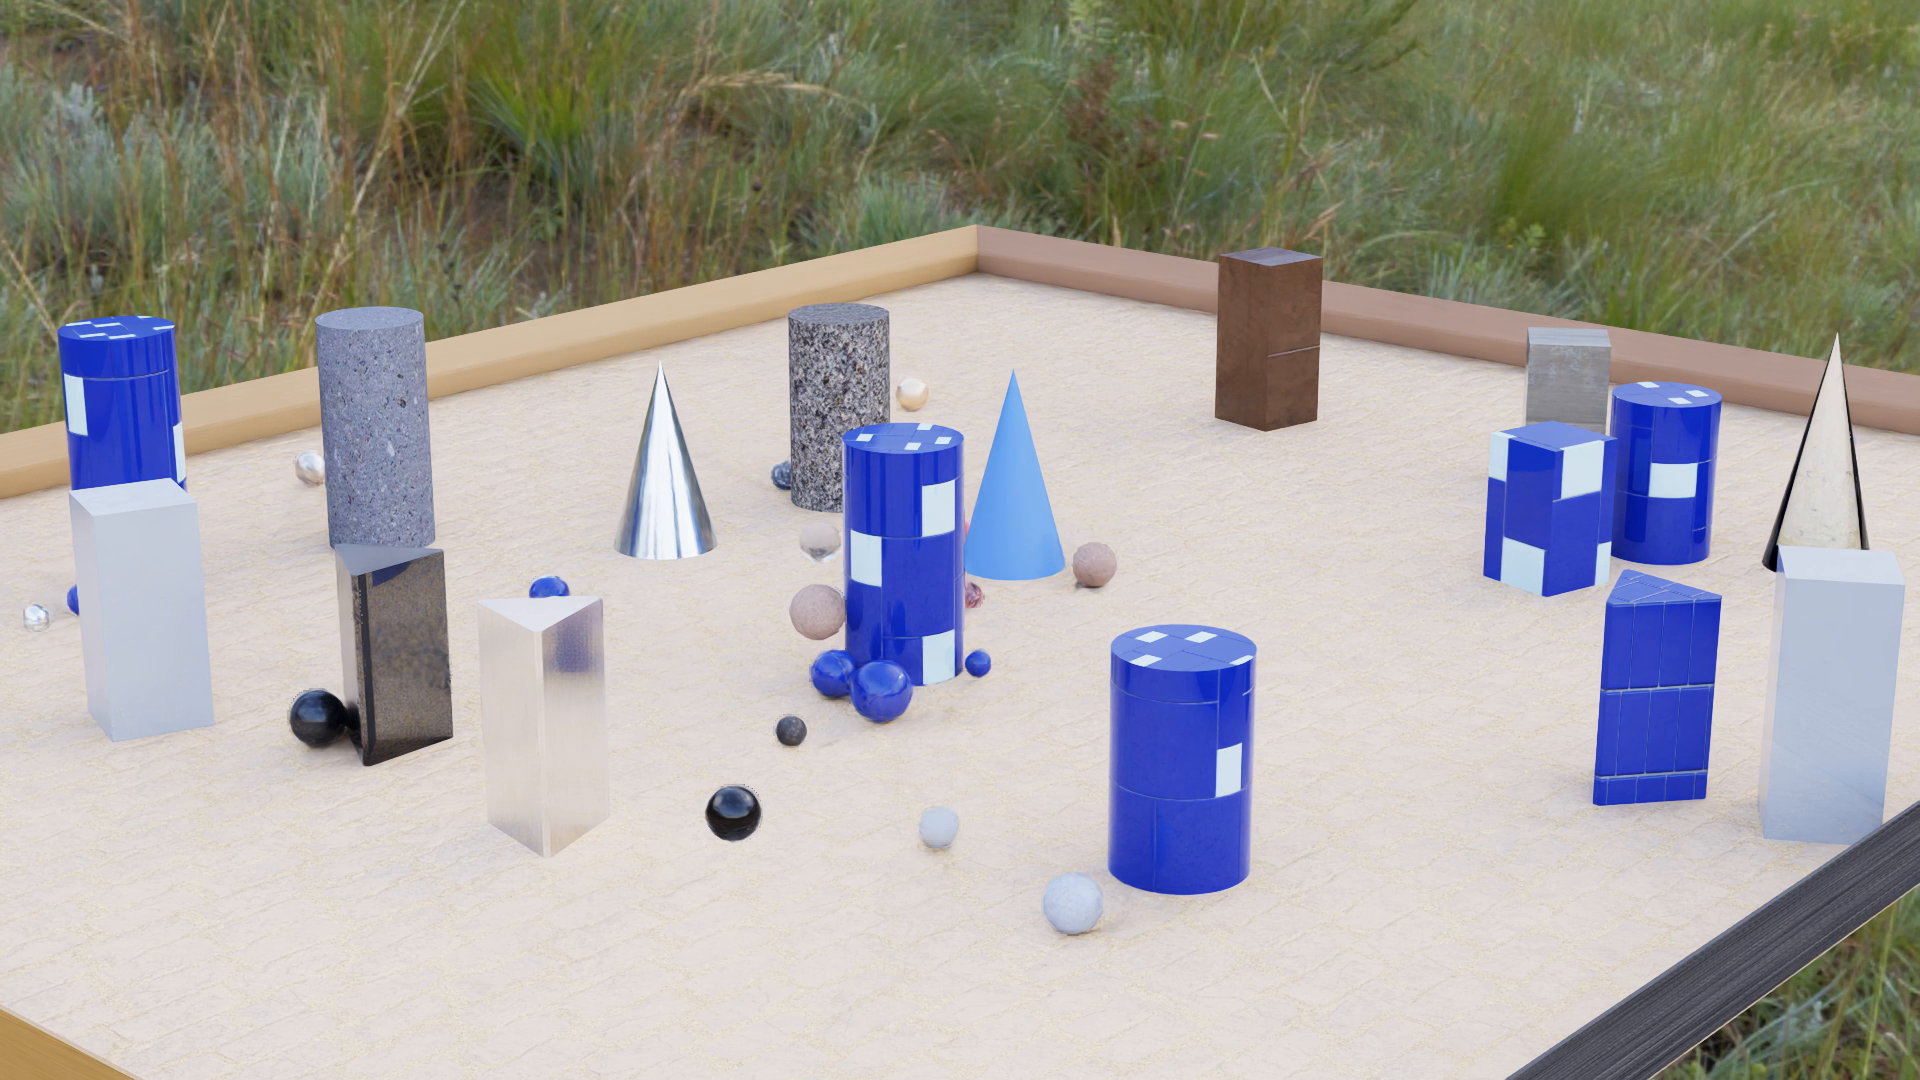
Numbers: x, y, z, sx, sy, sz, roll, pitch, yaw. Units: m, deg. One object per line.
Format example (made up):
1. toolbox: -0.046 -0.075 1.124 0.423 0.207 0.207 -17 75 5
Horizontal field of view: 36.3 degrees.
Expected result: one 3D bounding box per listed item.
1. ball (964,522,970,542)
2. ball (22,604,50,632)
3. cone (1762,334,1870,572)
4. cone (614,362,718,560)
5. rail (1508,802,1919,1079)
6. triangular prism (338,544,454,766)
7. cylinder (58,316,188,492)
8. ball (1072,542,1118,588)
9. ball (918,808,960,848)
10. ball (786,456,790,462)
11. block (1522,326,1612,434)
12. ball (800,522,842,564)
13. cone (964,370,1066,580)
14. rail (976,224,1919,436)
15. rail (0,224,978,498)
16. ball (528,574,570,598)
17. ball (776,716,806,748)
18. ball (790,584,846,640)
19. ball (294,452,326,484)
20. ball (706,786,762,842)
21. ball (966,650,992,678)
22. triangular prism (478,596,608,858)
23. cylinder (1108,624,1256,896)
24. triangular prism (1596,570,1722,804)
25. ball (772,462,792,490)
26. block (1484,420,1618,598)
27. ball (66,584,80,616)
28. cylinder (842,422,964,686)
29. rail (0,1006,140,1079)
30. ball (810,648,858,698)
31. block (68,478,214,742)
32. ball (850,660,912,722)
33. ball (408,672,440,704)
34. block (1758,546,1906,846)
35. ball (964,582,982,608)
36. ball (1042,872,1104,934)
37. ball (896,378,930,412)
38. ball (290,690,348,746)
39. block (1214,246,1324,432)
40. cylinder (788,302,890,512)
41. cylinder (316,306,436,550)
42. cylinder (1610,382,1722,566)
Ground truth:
1. ball: 0.000 -0.010 5.388 0.053 0.053 0.053 0 17 0
2. ball: -1.555 0.131 4.935 0.045 0.045 0.045 0 17 0
3. cone: 1.548 -0.161 5.232 0.194 0.431 0.194 0 17 0
4. cone: -0.544 -0.159 5.372 0.194 0.349 0.194 0 17 0
5. rail: 1.344 0.369 4.003 0.045 0.126 4.284 14 22 39
6. triangular prism: -0.880 0.161 4.399 0.146 0.296 0.168 14 22 38
7. cylinder: -1.446 -0.138 5.091 0.194 0.470 0.194 0 17 0
8. ball: 0.237 0.043 5.166 0.080 0.080 0.080 0 17 0
9. ball: -0.029 0.397 4.035 0.056 0.056 0.056 0 17 0
10. ball: -0.329 -0.153 5.881 0.042 0.042 0.042 0 17 0
11. block: 1.198 -0.262 5.812 0.155 0.290 0.155 3 17 9
12. ball: -0.253 0.004 5.302 0.076 0.076 0.076 0 17 0
13. cone: 0.095 -0.130 5.248 0.194 0.364 0.194 0 17 0
14. rail: 1.389 -0.430 6.652 3.607 0.126 0.045 14 22 39
15. rail: -1.344 -0.305 6.237 0.045 0.126 4.284 14 22 39
16. ball: -0.701 0.095 5.010 0.071 0.071 0.071 0 17 0
17. ball: -0.254 0.288 4.411 0.047 0.047 0.047 0 17 0
18. ball: -0.228 0.115 4.694 0.090 0.090 0.090 0 17 0
19. ball: -1.284 -0.142 5.807 0.064 0.064 0.064 0 17 0
20. ball: -0.314 0.379 4.058 0.077 0.077 0.077 0 17 0
21. ball: 0.030 0.199 4.712 0.043 0.043 0.043 0 17 0
22. triangular prism: -0.556 0.247 4.065 0.146 0.326 0.168 -12 21 -35
23. cylinder: 0.297 0.292 3.934 0.194 0.314 0.194 0 17 0
24. triangular prism: 0.979 0.208 4.229 0.168 0.304 0.146 -3 17 -9
25. ball: -0.343 -0.127 5.767 0.058 0.058 0.058 0 17 0
26. block: 1.042 -0.057 5.180 0.155 0.263 0.155 -12 20 -34
27. ball: -1.496 0.101 5.008 0.059 0.059 0.059 0 17 0
28. cylinder: -0.090 0.022 4.708 0.194 0.385 0.194 0 17 0
29. rail: -1.389 0.494 3.589 3.607 0.126 0.045 14 22 39
30. ball: -0.196 0.210 4.617 0.077 0.077 0.077 0 17 0
31. block: -1.250 0.105 4.481 0.155 0.357 0.155 -9 19 -28
32. ball: -0.121 0.232 4.511 0.097 0.097 0.097 0 17 0
33. ball: -0.839 0.233 4.588 0.051 0.051 0.051 0 17 0
34. block: 1.207 0.216 4.075 0.155 0.380 0.155 3 17 11
35. ball: 0.016 0.096 5.052 0.045 0.045 0.045 0 17 0
36. ball: 0.145 0.466 3.766 0.079 0.079 0.079 0 17 0
37. ball: -0.104 -0.317 6.371 0.073 0.073 0.073 0 17 0
38. ball: -0.965 0.268 4.410 0.085 0.085 0.085 0 17 0
39. block: 0.658 -0.430 6.257 0.155 0.356 0.155 -13 21 -37
40. cylinder: -0.232 -0.256 5.658 0.194 0.369 0.194 0 17 0
41. cylinder: -1.072 -0.201 5.383 0.194 0.422 0.194 0 17 0
42. cylinder: 1.279 -0.123 5.345 0.194 0.294 0.194 0 17 0
